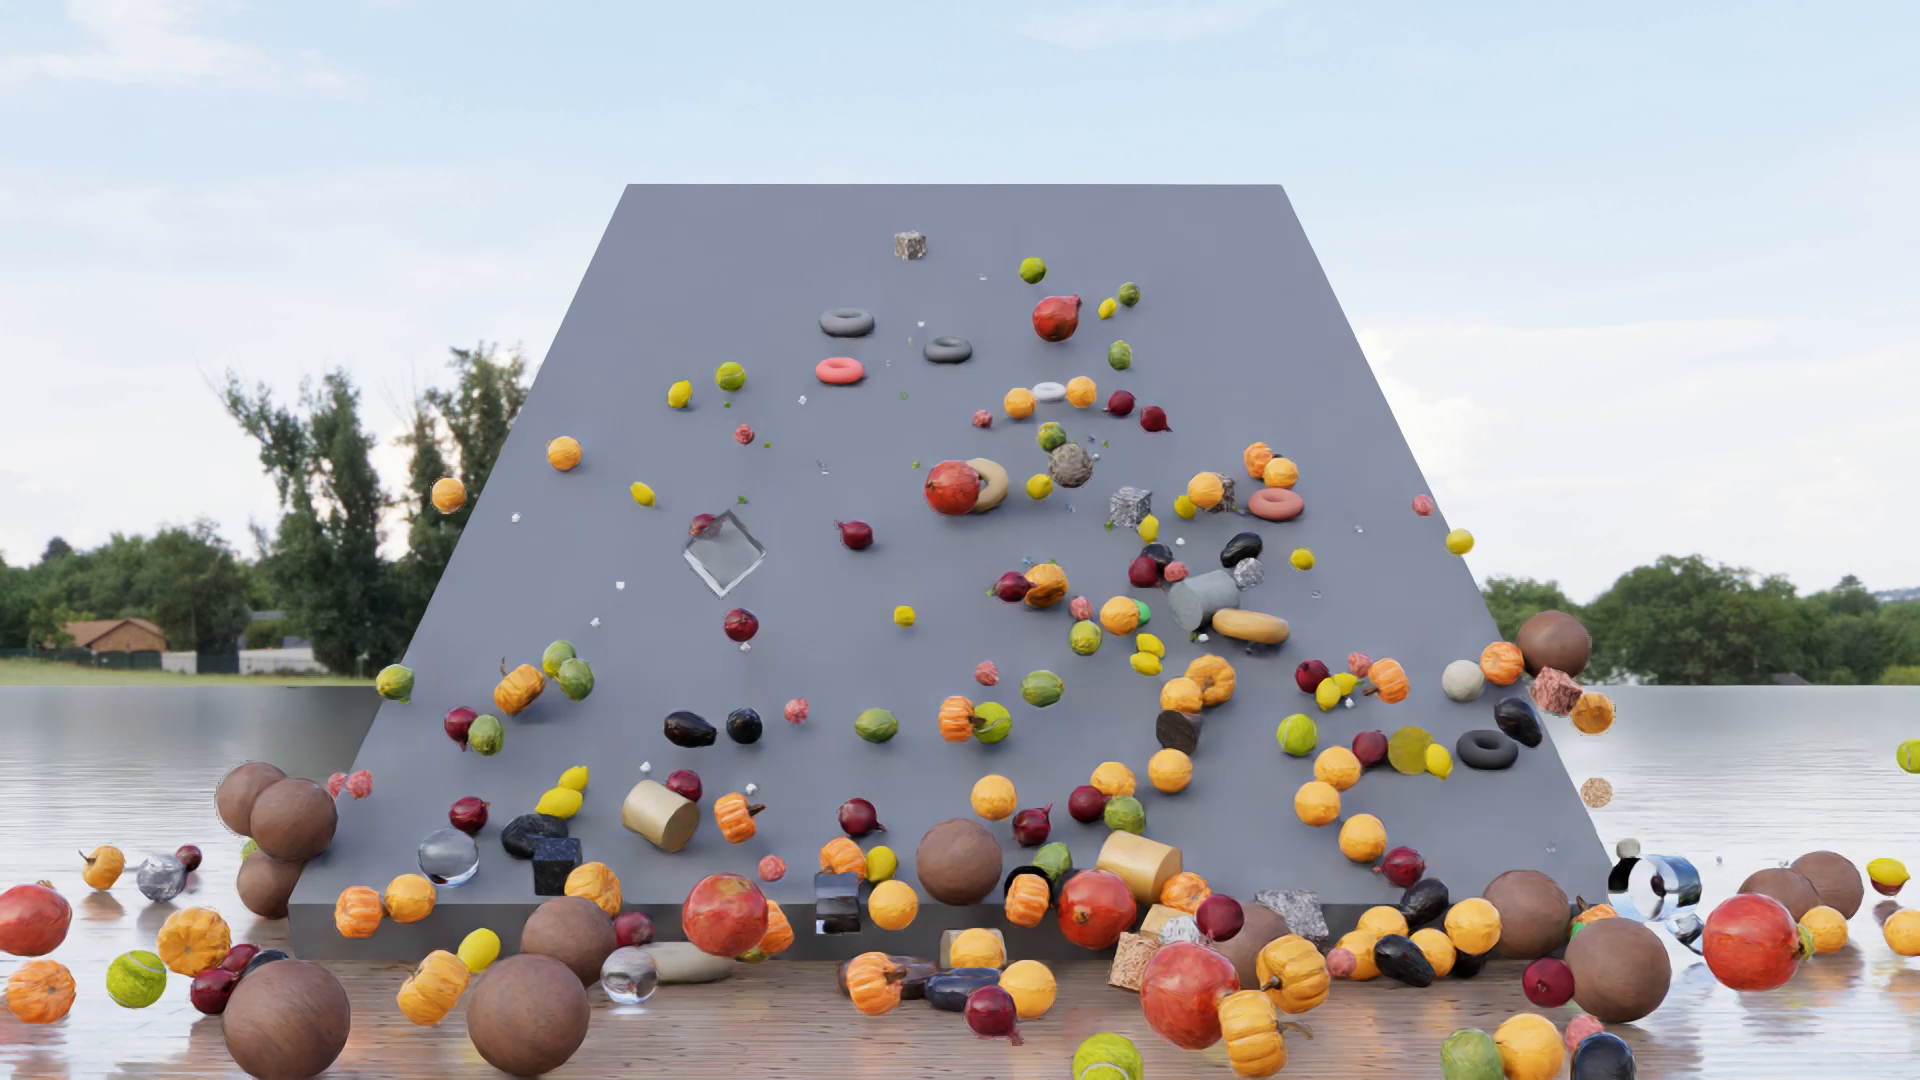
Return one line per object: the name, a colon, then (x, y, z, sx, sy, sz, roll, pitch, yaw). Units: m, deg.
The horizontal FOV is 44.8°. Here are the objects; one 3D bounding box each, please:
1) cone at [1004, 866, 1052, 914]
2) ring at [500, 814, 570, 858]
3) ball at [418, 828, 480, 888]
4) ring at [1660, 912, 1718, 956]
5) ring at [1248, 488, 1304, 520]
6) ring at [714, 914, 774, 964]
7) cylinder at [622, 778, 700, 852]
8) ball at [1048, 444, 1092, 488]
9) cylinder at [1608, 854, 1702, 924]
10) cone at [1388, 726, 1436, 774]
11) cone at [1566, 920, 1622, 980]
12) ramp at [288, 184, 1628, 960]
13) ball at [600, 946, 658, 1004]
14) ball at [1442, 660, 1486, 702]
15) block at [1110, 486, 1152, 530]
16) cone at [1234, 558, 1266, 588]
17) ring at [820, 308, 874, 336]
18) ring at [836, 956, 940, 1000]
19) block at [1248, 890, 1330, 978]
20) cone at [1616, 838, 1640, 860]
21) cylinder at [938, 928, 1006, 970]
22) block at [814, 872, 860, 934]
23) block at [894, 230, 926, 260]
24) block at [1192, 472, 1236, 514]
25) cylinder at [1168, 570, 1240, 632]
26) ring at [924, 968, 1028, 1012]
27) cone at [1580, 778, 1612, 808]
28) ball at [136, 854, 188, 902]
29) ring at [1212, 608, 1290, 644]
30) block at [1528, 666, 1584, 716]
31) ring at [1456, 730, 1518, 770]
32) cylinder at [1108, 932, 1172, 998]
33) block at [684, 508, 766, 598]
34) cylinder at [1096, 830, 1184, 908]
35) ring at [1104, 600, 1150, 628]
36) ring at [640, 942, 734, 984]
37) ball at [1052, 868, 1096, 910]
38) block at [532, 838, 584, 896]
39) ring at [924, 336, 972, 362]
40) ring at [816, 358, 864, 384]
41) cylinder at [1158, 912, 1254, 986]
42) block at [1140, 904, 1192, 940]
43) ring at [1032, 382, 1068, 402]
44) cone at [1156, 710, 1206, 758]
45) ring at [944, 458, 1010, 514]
cone: (0.097, 0.518, 3.472, 0.072, 0.072, 0.072, 0, -3, -7)
ring: (-0.658, 0.458, 3.601, 0.105, 0.035, 0.105, 1, 23, 0)
ball: (-0.767, 0.477, 3.490, 0.090, 0.090, 0.090, 0, -3, 0)
ring: (1.093, 0.578, 3.528, 0.129, 0.043, 0.129, 41, 8, -7)
ring: (0.652, -0.073, 4.795, 0.114, 0.038, 0.114, -1, 24, 1)
ring: (-0.310, 0.574, 3.344, 0.091, 0.030, 0.091, 21, 25, -10)
cylinder: (-0.463, 0.426, 3.595, 0.085, 0.085, 0.085, 25, 9, 28)
ball: (0.222, -0.150, 4.699, 0.091, 0.091, 0.091, 0, -3, 0)
cylinder: (1.010, 0.507, 3.385, 0.095, 0.095, 0.095, 3, -5, -41)
cone: (0.738, 0.347, 3.855, 0.080, 0.080, 0.080, 0, -3, -4)
cone: (0.884, 0.563, 3.294, 0.082, 0.082, 0.082, 0, 29, -8)
ramp: (-0.008, -0.228, 5.307, 2.000, 0.100, 4.000, 0, 24, 0)
ball: (-0.430, 0.566, 3.028, 0.075, 0.075, 0.075, 0, -3, 0)
ball: (0.874, 0.245, 4.040, 0.073, 0.073, 0.073, 0, -3, 0)
block: (0.348, -0.066, 4.747, 0.062, 0.062, 0.062, 14, 28, 28)
cone: (0.555, 0.066, 4.497, 0.059, 0.059, 0.059, 0, -3, -4)
ring: (-0.284, -0.547, 5.843, 0.139, 0.046, 0.139, 1, 25, -1)
ring: (-0.095, 0.586, 3.113, 0.143, 0.048, 0.143, 1, -2, 0)
block: (0.463, 0.559, 3.300, 0.086, 0.086, 0.086, 1, 38, -9)
cone: (1.559, 0.732, 5.394, 0.061, 0.061, 0.061, 0, 23, -7)
cylinder: (0.018, 0.578, 3.230, 0.075, 0.075, 0.075, 7, -5, -16)
block: (-0.180, 0.531, 3.406, 0.063, 0.063, 0.063, -2, 25, -4)
block: (-0.137, -0.812, 6.417, 0.061, 0.061, 0.061, -17, 29, -33)
block: (0.525, -0.097, 4.816, 0.064, 0.064, 0.064, -11, 26, -23)
cylinder: (0.452, 0.112, 4.309, 0.094, 0.094, 0.094, -18, 6, -31)
ring: (0.020, 0.581, 3.004, 0.136, 0.045, 0.136, 1, -2, 0)
cone: (1.032, 0.412, 3.754, 0.051, 0.051, 0.051, -2, -17, 26)
ball: (-1.518, 0.642, 4.427, 0.091, 0.091, 0.091, 0, -3, 0)
ring: (0.528, 0.156, 4.225, 0.142, 0.047, 0.142, 10, 3, -1)
block: (1.038, 0.264, 4.058, 0.055, 0.055, 0.055, 16, 25, -27)
ring: (0.874, 0.347, 3.859, 0.101, 0.034, 0.101, 0, 25, 0)
cylinder: (0.236, 0.557, 3.045, 0.069, 0.069, 0.069, 15, -14, 4)
block: (-0.403, 0.023, 3.983, 0.098, 0.098, 0.098, -41, -2, -14)
cylinder: (0.267, 0.490, 3.453, 0.095, 0.095, 0.095, 15, 5, 30)
ring: (0.311, 0.136, 4.335, 0.087, 0.029, 0.087, 1, 23, 0)
ring: (-0.393, 0.595, 3.278, 0.148, 0.049, 0.148, -1, -5, 0)
ball: (0.169, 0.516, 3.440, 0.062, 0.062, 0.062, 0, -3, 0)
block: (-0.603, 0.491, 3.492, 0.062, 0.062, 0.062, 0, 24, 0)
ring: (-0.031, -0.464, 5.665, 0.120, 0.040, 0.120, 0, 25, 0)
ring: (-0.284, -0.401, 5.526, 0.114, 0.038, 0.114, 1, 25, -1)
cylinder: (0.341, 0.567, 3.221, 0.095, 0.095, 0.095, 2, -4, -34)
block: (0.295, 0.570, 3.338, 0.060, 0.060, 0.060, 12, 33, 19)
ring: (0.209, -0.343, 5.411, 0.081, 0.027, 0.081, -1, 25, 0)
cone: (0.385, 0.308, 3.880, 0.084, 0.084, 0.084, -3, 16, 45)
ring: (0.035, -0.112, 4.823, 0.135, 0.135, 0.045, -1, -38, 11)
